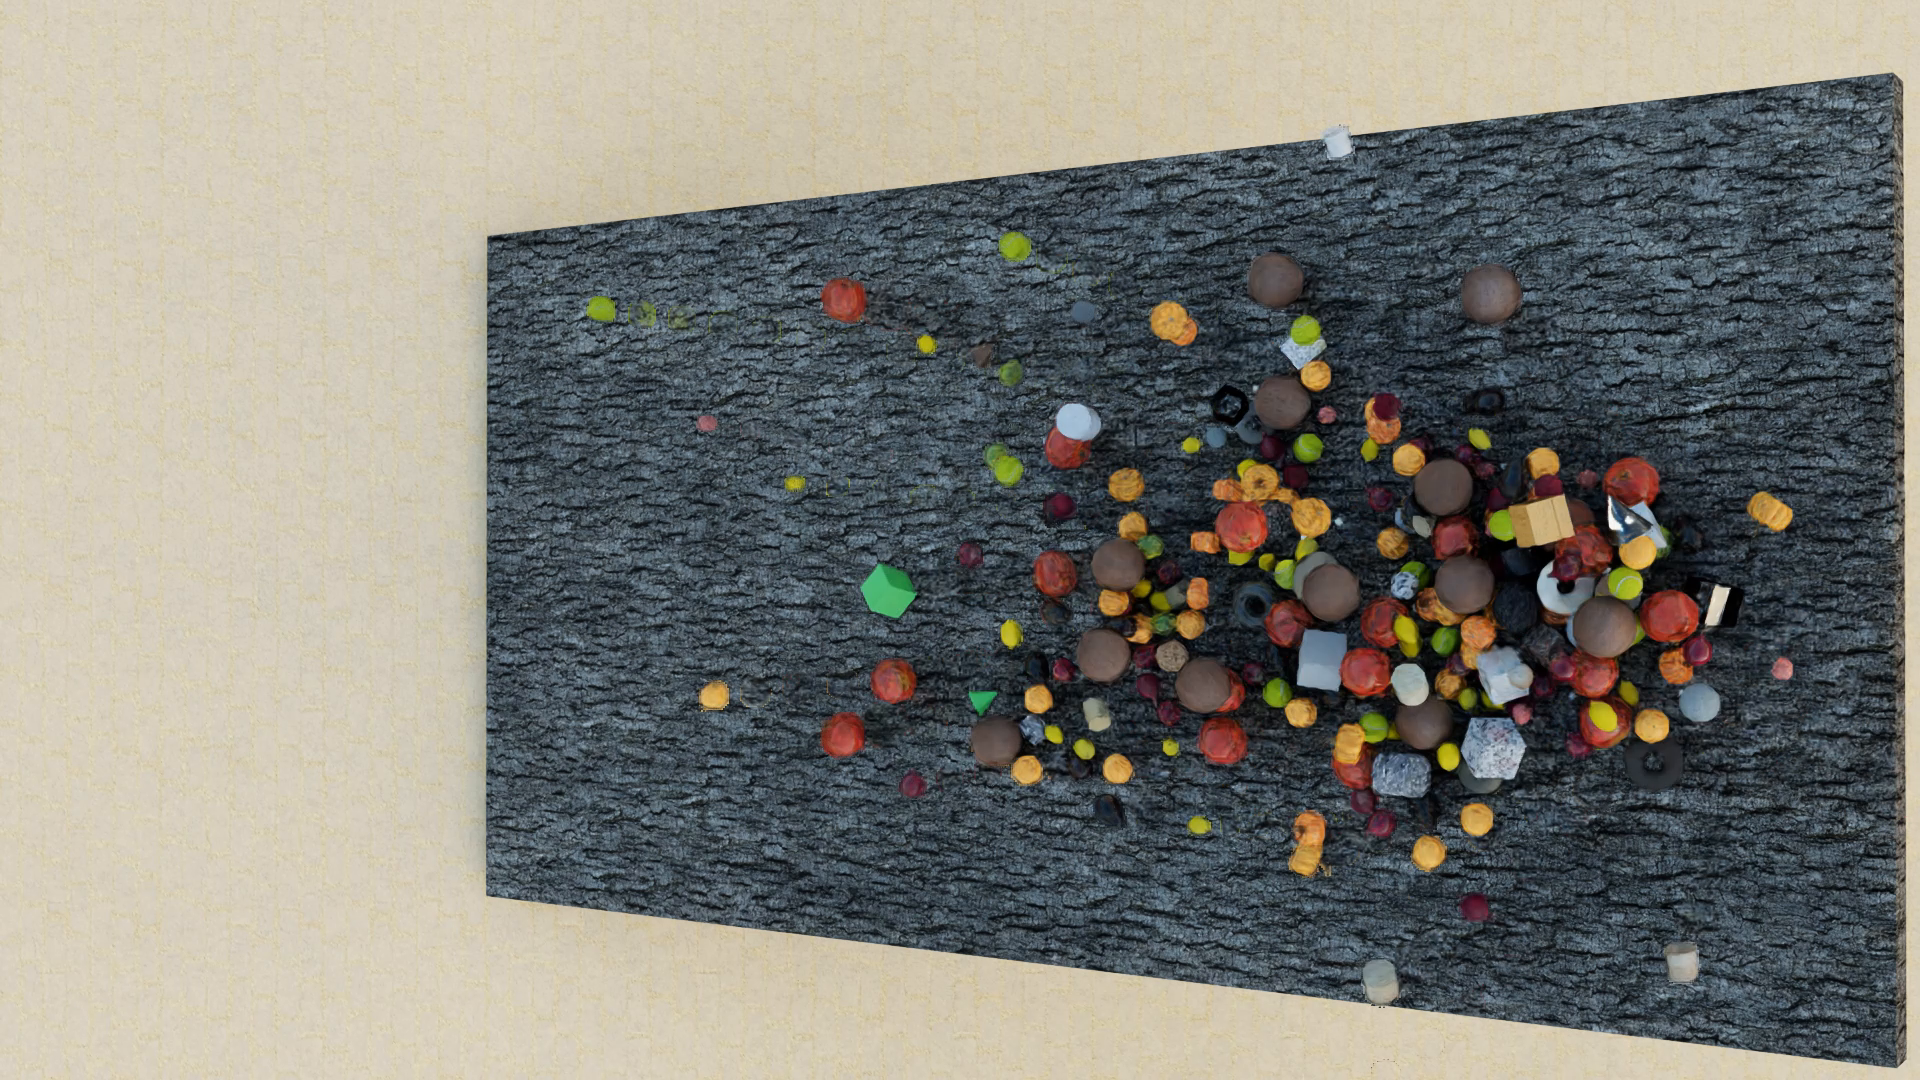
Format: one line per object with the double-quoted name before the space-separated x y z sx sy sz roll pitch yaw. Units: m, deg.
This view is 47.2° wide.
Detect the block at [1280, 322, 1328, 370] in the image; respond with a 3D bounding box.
"block" 0.797 -0.449 5.097 0.070 0.070 0.070 -41 86 27

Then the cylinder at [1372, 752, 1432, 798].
"cylinder" 0.986 0.523 4.908 0.096 0.096 0.096 2 89 41

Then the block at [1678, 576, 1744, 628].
"block" 1.557 0.129 4.560 0.082 0.082 0.082 8 100 -25

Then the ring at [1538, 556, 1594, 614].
"ring" 1.298 0.096 4.711 0.128 0.043 0.128 -2 103 -9

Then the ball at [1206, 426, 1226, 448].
"ball" 0.611 -0.245 5.245 0.051 0.051 0.051 0 90 0

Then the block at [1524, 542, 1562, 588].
"block" 1.263 0.055 4.779 0.067 0.067 0.067 -12 70 -39

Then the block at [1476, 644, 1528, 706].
"block" 1.175 0.293 4.765 0.080 0.080 0.080 -19 130 2

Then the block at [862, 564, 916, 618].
"block" -0.186 0.134 5.744 0.089 0.089 0.089 19 120 -39

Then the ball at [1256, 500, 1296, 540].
"ball" 0.723 -0.046 5.026 0.089 0.089 0.089 0 90 0

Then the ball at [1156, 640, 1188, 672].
"ball" 0.510 0.279 5.293 0.079 0.079 0.079 0 90 0

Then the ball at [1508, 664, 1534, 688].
"ball" 1.191 0.289 4.669 0.054 0.054 0.054 0 90 0

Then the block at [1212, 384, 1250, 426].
"block" 0.637 -0.318 5.192 0.061 0.061 0.061 22 133 -23

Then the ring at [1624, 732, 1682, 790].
"ring" 1.470 0.469 4.661 0.125 0.042 0.125 -2 86 35

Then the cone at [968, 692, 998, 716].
"cone" 0.069 0.402 5.616 0.070 0.070 0.070 -29 90 7

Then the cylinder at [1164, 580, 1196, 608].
"cylinder" 0.529 0.129 5.290 0.052 0.052 0.052 18 56 -30

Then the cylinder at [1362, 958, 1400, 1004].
"cylinder" 0.950 0.998 4.968 0.075 0.075 0.075 -10 47 11

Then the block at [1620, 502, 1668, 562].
"block" 1.406 -0.017 4.565 0.080 0.080 0.080 -27 61 21

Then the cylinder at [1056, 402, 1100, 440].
"cylinder" 0.287 -0.285 5.317 0.085 0.085 0.085 -1 88 21

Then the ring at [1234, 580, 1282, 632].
"ring" 0.700 0.155 5.175 0.125 0.042 0.125 12 112 33

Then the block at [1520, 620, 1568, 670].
"block" 1.266 0.228 4.768 0.064 0.064 0.064 -48 49 -9

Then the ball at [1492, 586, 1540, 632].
"ball" 1.198 0.148 4.737 0.099 0.099 0.099 0 90 0

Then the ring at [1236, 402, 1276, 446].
"ring" 0.699 -0.276 5.196 0.104 0.035 0.104 0 89 34

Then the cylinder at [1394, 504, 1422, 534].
"cylinder" 1.010 -0.047 4.951 0.053 0.053 0.053 -7 73 24

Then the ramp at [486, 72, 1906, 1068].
"ramp" 0.250 0.069 5.579 4.000 0.100 2.000 0 89 34

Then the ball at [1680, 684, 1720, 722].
"ball" 1.526 0.336 4.535 0.080 0.080 0.080 0 90 0

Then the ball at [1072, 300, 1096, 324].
"ball" 0.306 -0.565 5.450 0.058 0.058 0.058 0 90 0

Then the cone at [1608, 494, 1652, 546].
"cone" 1.341 -0.052 4.472 0.095 0.095 0.095 -30 96 0

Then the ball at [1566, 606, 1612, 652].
"ball" 1.348 0.192 4.714 0.096 0.096 0.096 0 90 0

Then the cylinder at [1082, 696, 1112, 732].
"cylinder" 0.335 0.425 5.377 0.060 0.060 0.060 -15 51 0

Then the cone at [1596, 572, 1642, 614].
"cone" 1.400 0.101 4.685 0.095 0.095 0.095 3 105 13

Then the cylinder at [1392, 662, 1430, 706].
"cylinder" 0.971 0.311 4.743 0.072 0.072 0.072 -8 64 16

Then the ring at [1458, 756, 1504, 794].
"ring" 1.156 0.512 4.880 0.106 0.035 0.106 1 92 34

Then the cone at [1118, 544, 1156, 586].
"cone" 0.431 0.072 5.365 0.096 0.096 0.096 0 118 0

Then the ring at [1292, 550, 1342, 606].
"ring" 0.822 0.089 5.061 0.130 0.043 0.130 -5 100 -28

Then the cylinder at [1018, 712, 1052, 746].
"cylinder" 0.190 0.473 5.513 0.061 0.061 0.061 -40 73 0

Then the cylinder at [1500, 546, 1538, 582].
"cylinder" 1.206 0.049 4.747 0.062 0.062 0.062 -20 79 0

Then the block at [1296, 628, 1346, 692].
"block" 0.827 0.274 5.026 0.095 0.095 0.095 8 53 3

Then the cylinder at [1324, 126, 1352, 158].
"cylinder" 0.856 -0.900 4.978 0.053 0.053 0.053 -24 117 0

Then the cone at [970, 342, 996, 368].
"cone" 0.068 -0.484 5.602 0.064 0.064 0.064 -38 90 29

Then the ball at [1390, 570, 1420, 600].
"ball" 0.990 0.101 4.891 0.065 0.065 0.065 0 90 0

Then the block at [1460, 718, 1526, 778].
"block" 1.159 0.452 4.780 0.093 0.093 0.093 2 124 -13

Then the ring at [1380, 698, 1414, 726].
"ring" 0.989 0.388 4.976 0.080 0.080 0.027 35 56 0

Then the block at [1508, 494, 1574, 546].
"block" 1.201 -0.040 4.548 0.087 0.087 0.087 -15 92 -11

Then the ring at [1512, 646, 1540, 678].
"ring" 1.229 0.277 4.830 0.088 0.029 0.088 1 93 26
